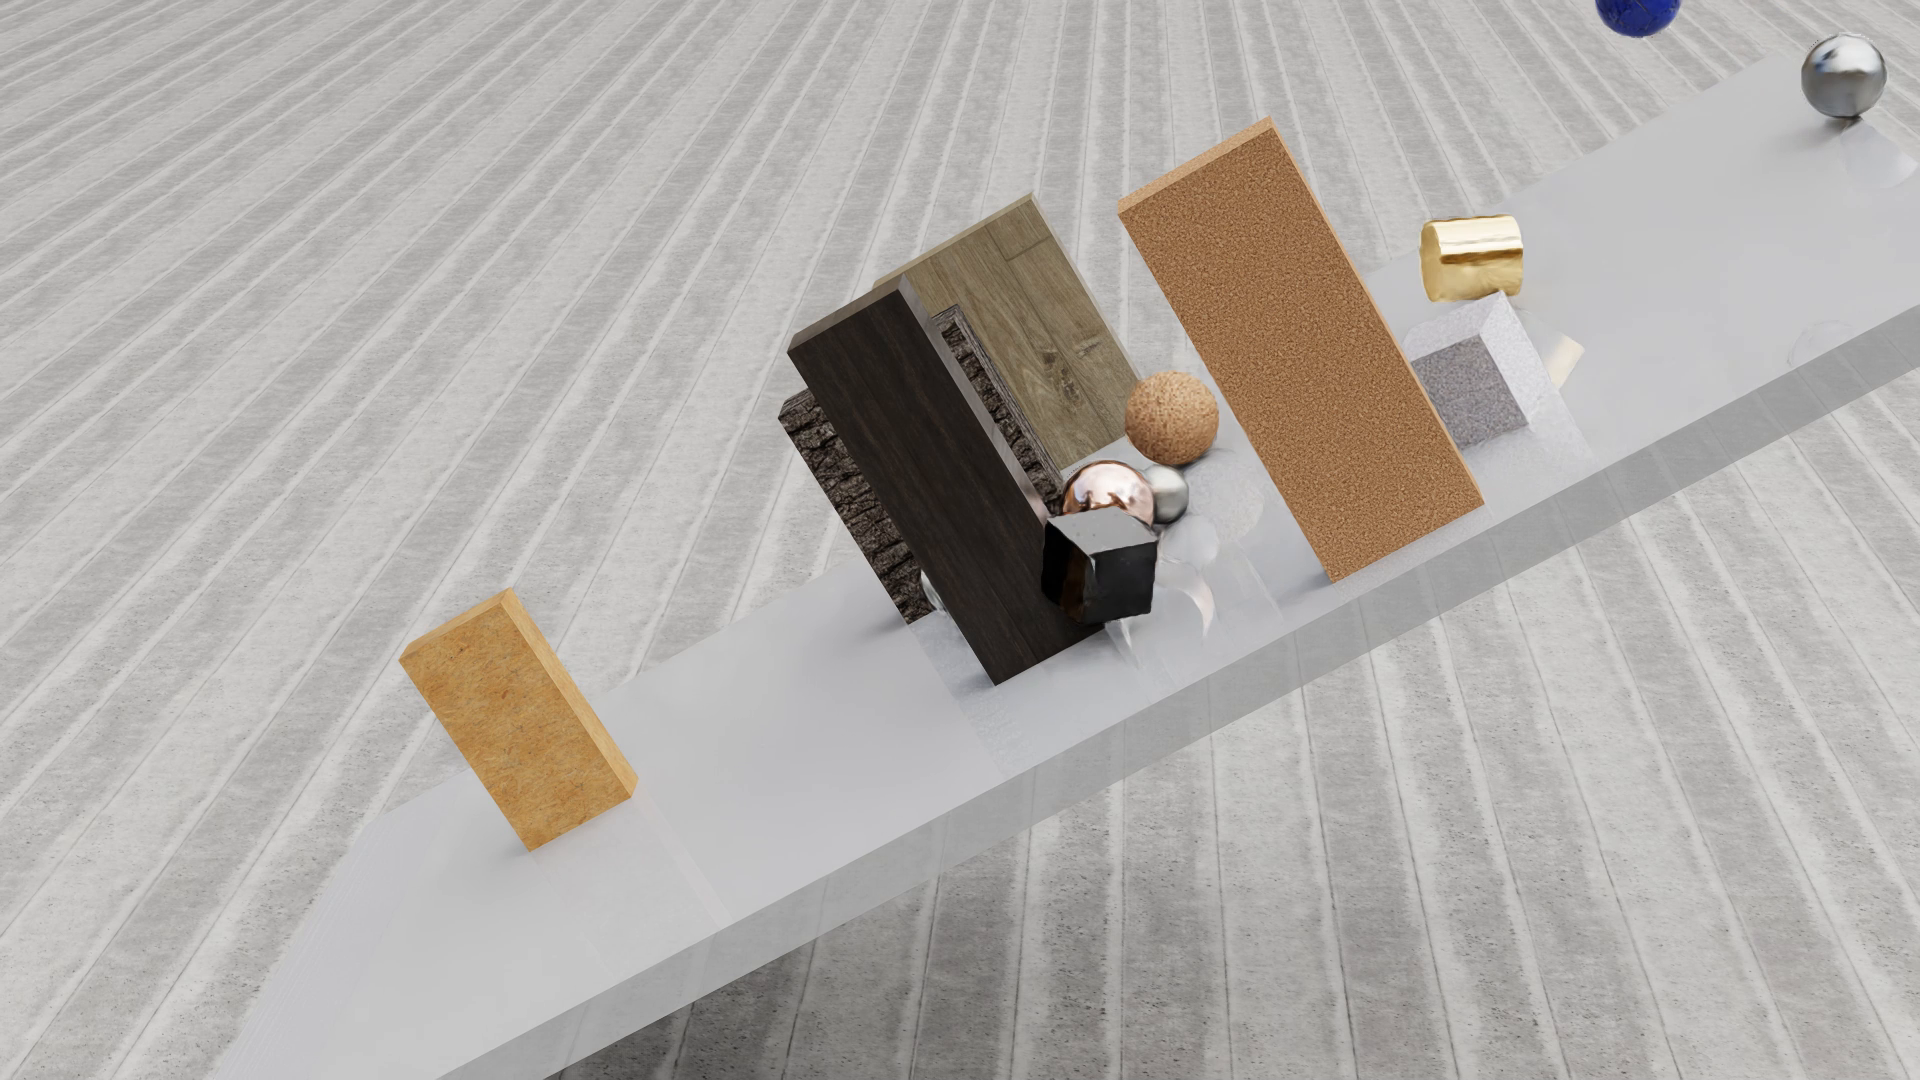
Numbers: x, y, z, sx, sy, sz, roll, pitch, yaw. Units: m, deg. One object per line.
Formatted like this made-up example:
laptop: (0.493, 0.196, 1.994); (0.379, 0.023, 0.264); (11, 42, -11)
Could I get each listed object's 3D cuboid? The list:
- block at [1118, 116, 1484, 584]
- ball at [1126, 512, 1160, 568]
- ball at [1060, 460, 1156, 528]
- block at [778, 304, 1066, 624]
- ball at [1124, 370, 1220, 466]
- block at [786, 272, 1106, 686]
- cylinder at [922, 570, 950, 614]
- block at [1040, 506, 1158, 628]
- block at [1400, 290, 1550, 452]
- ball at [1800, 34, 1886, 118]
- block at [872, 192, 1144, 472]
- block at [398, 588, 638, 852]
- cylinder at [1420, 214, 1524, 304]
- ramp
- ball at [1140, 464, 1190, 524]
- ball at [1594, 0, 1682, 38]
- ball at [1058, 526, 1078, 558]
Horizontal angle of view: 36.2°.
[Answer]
block: (0.607, -0.332, 5.221); (0.306, 0.782, 0.110); (-29, 15, 12)
ball: (0.315, 0.026, 5.841); (0.162, 0.162, 0.162); (0, 19, 0)
ball: (0.302, -0.066, 6.032); (0.197, 0.197, 0.197); (0, 19, 0)
block: (-0.061, -0.165, 6.491); (0.447, 0.552, 0.139); (-29, 15, 12)
ball: (0.464, -0.267, 6.446); (0.208, 0.208, 0.208); (0, 19, 0)
block: (-0.020, -0.114, 5.768); (0.251, 0.789, 0.132); (-29, 15, 12)
cylinder: (0.029, 0.085, 6.216); (0.178, 0.178, 0.178); (-6, 8, -17)
block: (0.266, 0.050, 5.641); (0.156, 0.156, 0.156); (-11, 31, -26)
block: (0.967, -0.313, 5.585); (0.201, 0.201, 0.201); (-22, 17, 33)
ball: (1.809, -0.948, 6.021); (0.170, 0.170, 0.170); (0, 19, 0)
block: (0.134, -0.450, 6.932); (0.432, 0.602, 0.081); (-29, 15, 12)
block: (-0.979, 0.401, 6.547); (0.274, 0.529, 0.105); (-29, 15, 12)
cylinder: (1.072, -0.590, 6.166); (0.173, 0.173, 0.173); (-6, 19, -6)
ramp: (0.142, 0.168, 6.286); (4.000, 0.100, 2.000); (-29, 15, 12)
ball: (0.418, -0.095, 6.139); (0.125, 0.125, 0.125); (0, 19, 0)
ball: (1.379, -1.111, 5.980); (0.178, 0.178, 0.178); (0, 19, 0)
ball: (0.141, 0.055, 6.044); (0.208, 0.208, 0.208); (0, 19, 0)
